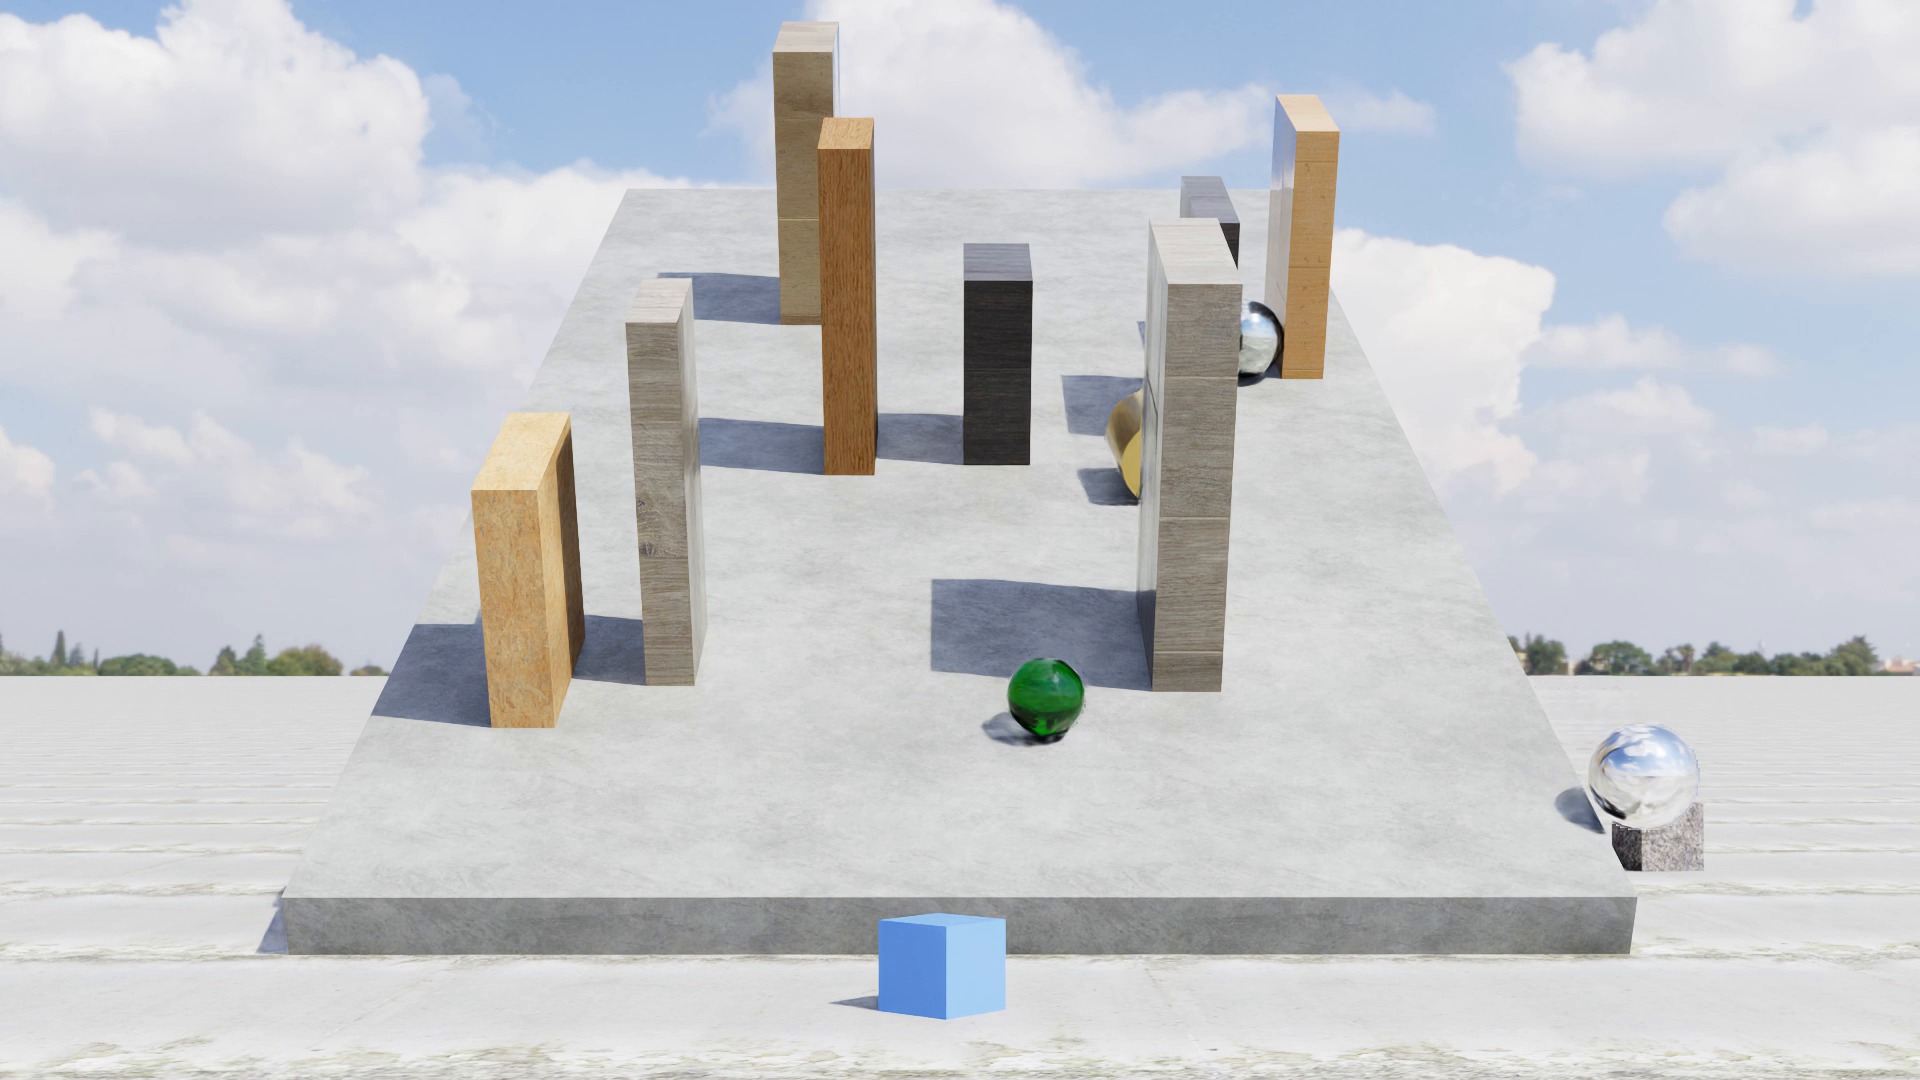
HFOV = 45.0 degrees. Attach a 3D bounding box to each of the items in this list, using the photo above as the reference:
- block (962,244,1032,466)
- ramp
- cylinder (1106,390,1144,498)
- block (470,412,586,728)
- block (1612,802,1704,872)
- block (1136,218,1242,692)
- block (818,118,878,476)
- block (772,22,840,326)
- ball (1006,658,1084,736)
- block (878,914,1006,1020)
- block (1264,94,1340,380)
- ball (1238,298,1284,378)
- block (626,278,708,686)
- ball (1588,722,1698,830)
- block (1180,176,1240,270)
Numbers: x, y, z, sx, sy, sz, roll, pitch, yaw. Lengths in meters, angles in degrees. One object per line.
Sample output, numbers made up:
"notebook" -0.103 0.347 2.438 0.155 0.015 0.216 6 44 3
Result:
"block" 0.079 -0.405 5.039 0.143 0.415 0.274 0 24 0
"ramp" -0.008 -0.227 5.273 2.000 0.100 4.000 0 24 0
"cylinder" 0.414 -0.196 4.843 0.189 0.189 0.189 0 23 -7
"block" -0.734 0.047 3.976 0.106 0.433 0.355 0 24 0
"block" 1.492 0.632 4.964 0.141 0.141 0.141 1 -3 -10
"block" 0.393 -0.152 4.056 0.120 0.737 0.390 0 24 0
"block" -0.235 -0.516 4.924 0.106 0.707 0.271 0 24 0
"block" -0.382 -0.936 5.906 0.144 0.691 0.377 0 24 0
"ball" 0.143 0.260 3.869 0.130 0.130 0.130 0 -3 0
"block" -0.022 0.530 2.896 0.112 0.112 0.112 -3 -4 41
"block" 0.813 -0.730 5.559 0.098 0.596 0.371 0 24 0
"ball" 0.670 -0.477 5.489 0.187 0.187 0.187 0 -3 0
"block" -0.504 -0.098 4.020 0.084 0.664 0.242 0 24 0
"ball" 1.066 0.368 3.623 0.165 0.165 0.165 0 -3 0
"block" 0.549 -0.522 5.201 0.089 0.500 0.389 0 24 0
